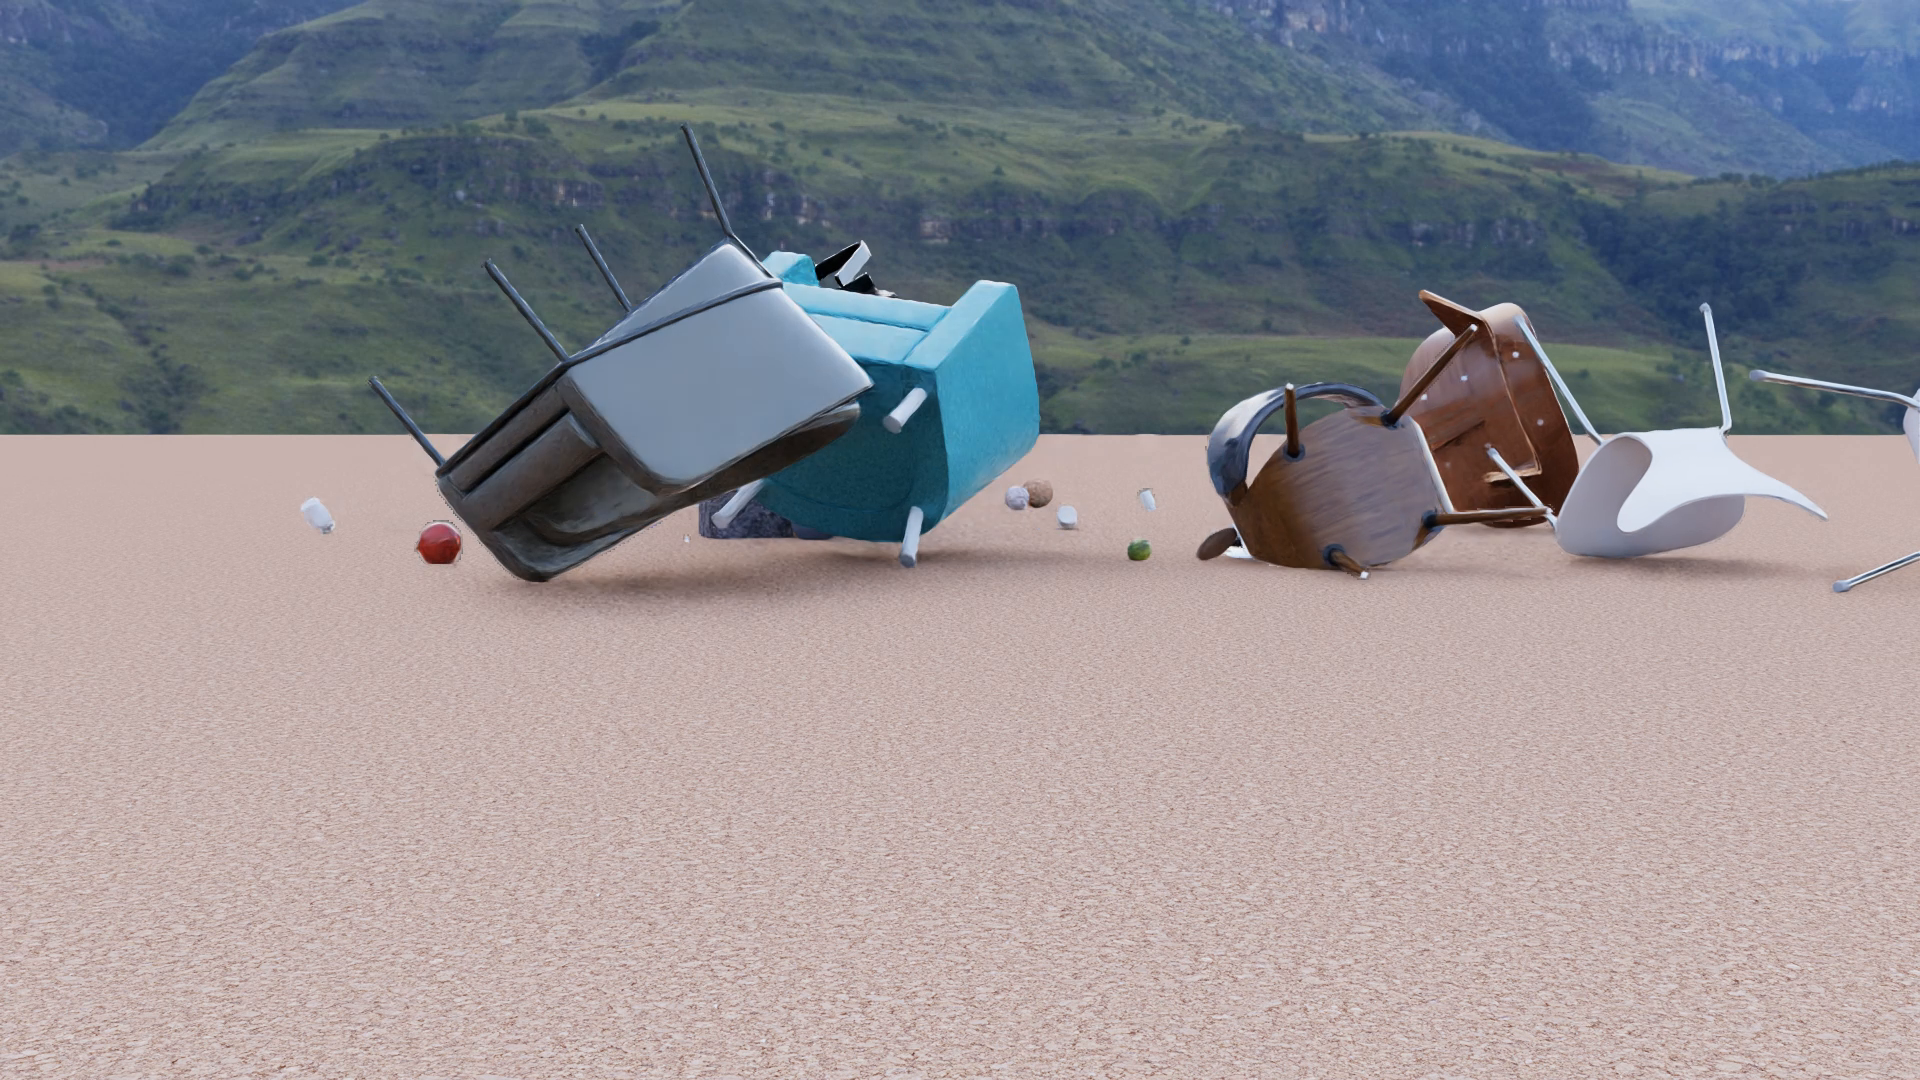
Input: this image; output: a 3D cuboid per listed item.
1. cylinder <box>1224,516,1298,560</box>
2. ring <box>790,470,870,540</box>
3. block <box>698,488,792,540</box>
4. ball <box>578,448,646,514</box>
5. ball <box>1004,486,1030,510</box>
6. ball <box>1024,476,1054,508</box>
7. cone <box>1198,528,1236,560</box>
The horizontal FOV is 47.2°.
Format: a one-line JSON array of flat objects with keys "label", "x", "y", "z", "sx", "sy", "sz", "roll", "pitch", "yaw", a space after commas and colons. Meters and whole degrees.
[{"label": "cylinder", "x": 0.795, "y": -0.007, "z": 5.838, "sx": 0.187, "sy": 0.103, "sz": 0.108, "roll": -25, "pitch": 19, "yaw": -39}, {"label": "ring", "x": -0.391, "y": -0.103, "z": 6.628, "sx": 0.272, "sy": 0.085, "sz": 0.352, "roll": -37, "pitch": 23, "yaw": -1}, {"label": "block", "x": -0.654, "y": -0.083, "z": 6.691, "sx": 0.255, "sy": 0.146, "sz": 0.162, "roll": -1, "pitch": 4, "yaw": -18}, {"label": "ball", "x": -1.243, "y": -0.210, "z": 7.862, "sx": 0.239, "sy": 0.239, "sz": 0.239, "roll": 0, "pitch": 4, "yaw": 0}, {"label": "ball", "x": 0.179, "y": -0.131, "z": 6.878, "sx": 0.080, "sy": 0.080, "sz": 0.080, "roll": 0, "pitch": 4, "yaw": 0}, {"label": "ball", "x": 0.294, "y": -0.181, "z": 8.324, "sx": 0.118, "sy": 0.118, "sz": 0.118, "roll": 0, "pitch": 4, "yaw": 0}, {"label": "cone", "x": 0.665, "y": -0.003, "z": 5.764, "sx": 0.077, "sy": 0.122, "sz": 0.047, "roll": 43, "pitch": 14, "yaw": -40}]
